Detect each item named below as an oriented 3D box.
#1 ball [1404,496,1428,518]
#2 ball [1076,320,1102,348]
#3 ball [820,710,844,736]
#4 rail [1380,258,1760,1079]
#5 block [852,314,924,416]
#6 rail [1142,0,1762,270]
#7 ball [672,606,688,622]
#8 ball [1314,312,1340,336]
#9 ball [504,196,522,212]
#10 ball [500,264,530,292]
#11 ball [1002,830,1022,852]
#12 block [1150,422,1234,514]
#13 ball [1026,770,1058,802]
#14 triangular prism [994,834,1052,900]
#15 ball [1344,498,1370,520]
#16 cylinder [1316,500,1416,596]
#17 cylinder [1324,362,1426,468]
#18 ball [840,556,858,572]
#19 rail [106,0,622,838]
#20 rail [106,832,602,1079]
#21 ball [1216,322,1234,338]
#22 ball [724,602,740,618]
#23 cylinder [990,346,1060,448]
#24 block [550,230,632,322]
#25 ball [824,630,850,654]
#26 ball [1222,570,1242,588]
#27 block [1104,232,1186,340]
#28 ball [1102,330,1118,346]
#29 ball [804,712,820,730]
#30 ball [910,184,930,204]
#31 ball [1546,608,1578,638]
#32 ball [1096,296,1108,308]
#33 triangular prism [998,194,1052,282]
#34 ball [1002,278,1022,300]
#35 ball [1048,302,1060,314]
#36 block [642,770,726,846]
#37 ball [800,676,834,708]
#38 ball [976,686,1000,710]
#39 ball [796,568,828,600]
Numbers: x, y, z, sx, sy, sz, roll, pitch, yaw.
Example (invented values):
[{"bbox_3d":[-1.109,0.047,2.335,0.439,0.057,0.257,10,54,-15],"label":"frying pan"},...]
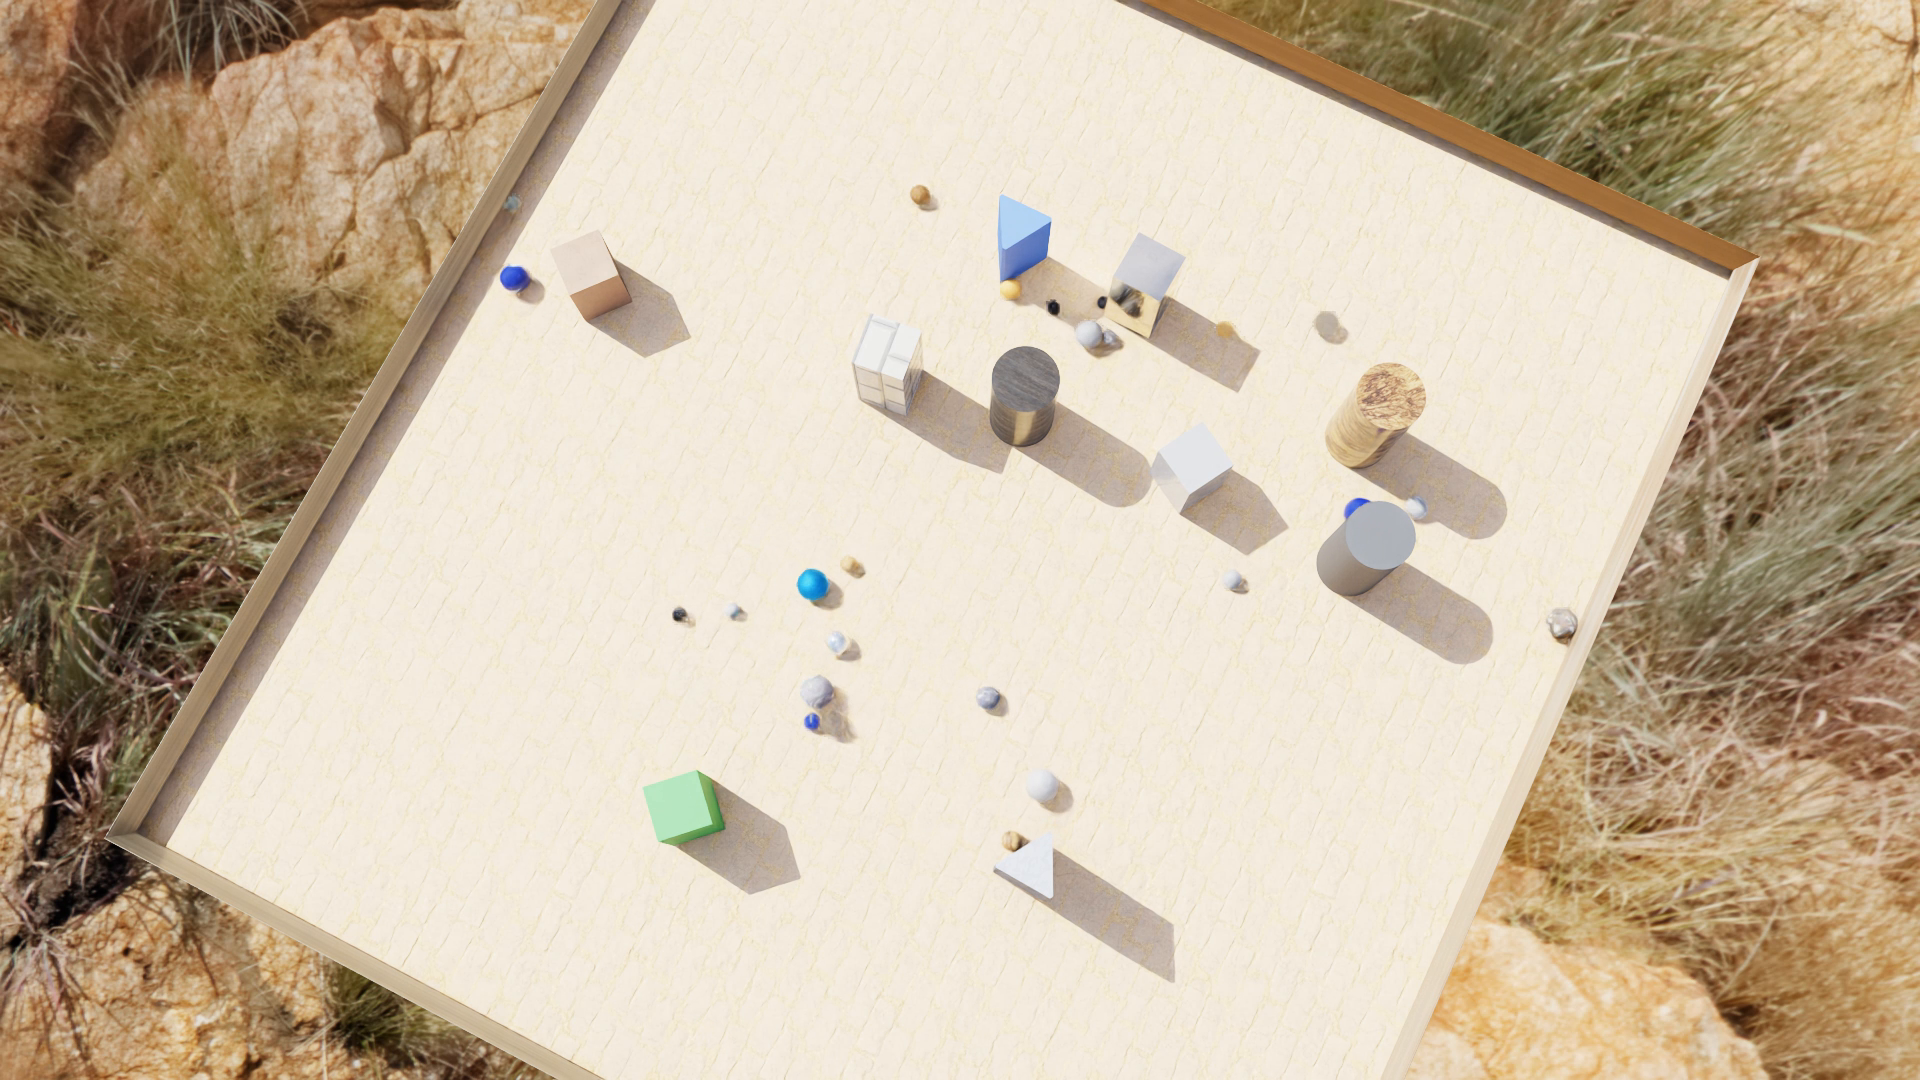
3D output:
[{"bbox_3d":[1.396,-0.099,5.601,0.070,0.070,0.070,0,78,0],"label":"ball"},{"bbox_3d":[0.402,-0.640,5.706,0.085,0.085,0.085,0,78,0],"label":"ball"},{"bbox_3d":[-0.381,0.547,5.465,0.074,0.074,0.074,0,78,0],"label":"ball"},{"bbox_3d":[1.606,0.793,5.385,0.045,0.130,3.806,26,80,5],"label":"rail"},{"bbox_3d":[-0.214,-0.524,5.526,0.160,0.389,0.160,19,79,4],"label":"block"},{"bbox_3d":[0.840,-1.639,5.889,3.638,0.130,0.045,26,80,5],"label":"rail"},{"bbox_3d":[-0.849,0.226,5.545,0.049,0.049,0.049,0,78,0],"label":"ball"},{"bbox_3d":[1.145,-0.675,5.718,0.074,0.074,0.074,0,78,0],"label":"ball"},{"bbox_3d":[-1.420,-1.065,5.809,0.055,0.055,0.055,0,78,0],"label":"ball"},{"bbox_3d":[-1.395,-0.819,5.740,0.090,0.090,0.090,0,78,0],"label":"ball"},{"bbox_3d":[0.153,0.887,5.401,0.062,0.062,0.062,0,78,0],"label":"ball"},{"bbox_3d":[0.694,-0.215,5.522,0.160,0.273,0.160,-33,80,-6],"label":"block"},{"bbox_3d":[0.241,0.727,5.416,0.098,0.098,0.098,0,78,0],"label":"ball"},{"bbox_3d":[0.208,0.903,5.176,0.173,0.497,0.150,29,80,6],"label":"triangular prism"},{"bbox_3d":[1.219,-0.080,5.582,0.100,0.100,0.100,0,78,0],"label":"ball"},{"bbox_3d":[1.188,0.030,5.388,0.200,0.435,0.200,0,78,0],"label":"cylinder"},{"bbox_3d":[1.230,-0.364,5.455,0.200,0.464,0.200,0,78,0],"label":"cylinder"},{"bbox_3d":[-0.338,0.073,5.575,0.052,0.052,0.052,0,78,0],"label":"ball"},{"bbox_3d":[-1.606,-0.779,5.711,0.045,0.130,3.806,26,80,5],"label":"rail"},{"bbox_3d":[-0.840,1.653,5.207,3.638,0.130,0.045,26,80,5],"label":"rail"},{"bbox_3d":[0.829,-0.655,5.725,0.053,0.053,0.053,0,78,0],"label":"ball"},{"bbox_3d":[-0.691,0.212,5.549,0.047,0.047,0.047,0,78,0],"label":"ball"},{"bbox_3d":[0.191,-0.426,5.501,0.200,0.400,0.200,0,78,0],"label":"cylinder"},{"bbox_3d":[-1.136,-0.814,5.658,0.160,0.248,0.160,-24,79,-5],"label":"block"},{"bbox_3d":[-0.370,0.307,5.515,0.074,0.074,0.074,0,78,0],"label":"ball"},{"bbox_3d":[0.826,0.117,5.562,0.059,0.059,0.059,0,78,0],"label":"ball"},{"bbox_3d":[0.560,-0.771,5.591,0.160,0.363,0.160,29,80,6],"label":"block"},{"bbox_3d":[0.467,-0.633,5.723,0.048,0.048,0.048,0,78,0],"label":"ball"},{"bbox_3d":[-0.442,0.543,5.478,0.051,0.051,0.051,0,78,0],"label":"ball"},{"bbox_3d":[-0.127,-1.096,5.811,0.063,0.063,0.063,0,78,0],"label":"ball"},{"bbox_3d":[1.813,0.249,5.519,0.091,0.091,0.091,0,78,0],"label":"ball"},{"bbox_3d":[0.450,-0.746,5.750,0.040,0.040,0.040,0,78,0],"label":"ball"},{"bbox_3d":[0.163,-0.945,5.652,0.173,0.314,0.150,-33,80,-6],"label":"triangular prism"},{"bbox_3d":[0.161,-0.788,5.747,0.065,0.065,0.065,0,78,0],"label":"ball"},{"bbox_3d":[0.294,-0.727,5.746,0.042,0.042,0.042,0,78,0],"label":"ball"},{"bbox_3d":[-0.796,0.778,5.303,0.160,0.299,0.160,-18,79,-4],"label":"block"},{"bbox_3d":[-0.428,0.453,5.472,0.100,0.100,0.100,0,78,0],"label":"ball"},{"bbox_3d":[0.082,0.472,5.483,0.071,0.071,0.071,0,78,0],"label":"ball"},{"bbox_3d":[-0.446,0.134,5.541,0.095,0.095,0.095,0,78,0],"label":"ball"}]
